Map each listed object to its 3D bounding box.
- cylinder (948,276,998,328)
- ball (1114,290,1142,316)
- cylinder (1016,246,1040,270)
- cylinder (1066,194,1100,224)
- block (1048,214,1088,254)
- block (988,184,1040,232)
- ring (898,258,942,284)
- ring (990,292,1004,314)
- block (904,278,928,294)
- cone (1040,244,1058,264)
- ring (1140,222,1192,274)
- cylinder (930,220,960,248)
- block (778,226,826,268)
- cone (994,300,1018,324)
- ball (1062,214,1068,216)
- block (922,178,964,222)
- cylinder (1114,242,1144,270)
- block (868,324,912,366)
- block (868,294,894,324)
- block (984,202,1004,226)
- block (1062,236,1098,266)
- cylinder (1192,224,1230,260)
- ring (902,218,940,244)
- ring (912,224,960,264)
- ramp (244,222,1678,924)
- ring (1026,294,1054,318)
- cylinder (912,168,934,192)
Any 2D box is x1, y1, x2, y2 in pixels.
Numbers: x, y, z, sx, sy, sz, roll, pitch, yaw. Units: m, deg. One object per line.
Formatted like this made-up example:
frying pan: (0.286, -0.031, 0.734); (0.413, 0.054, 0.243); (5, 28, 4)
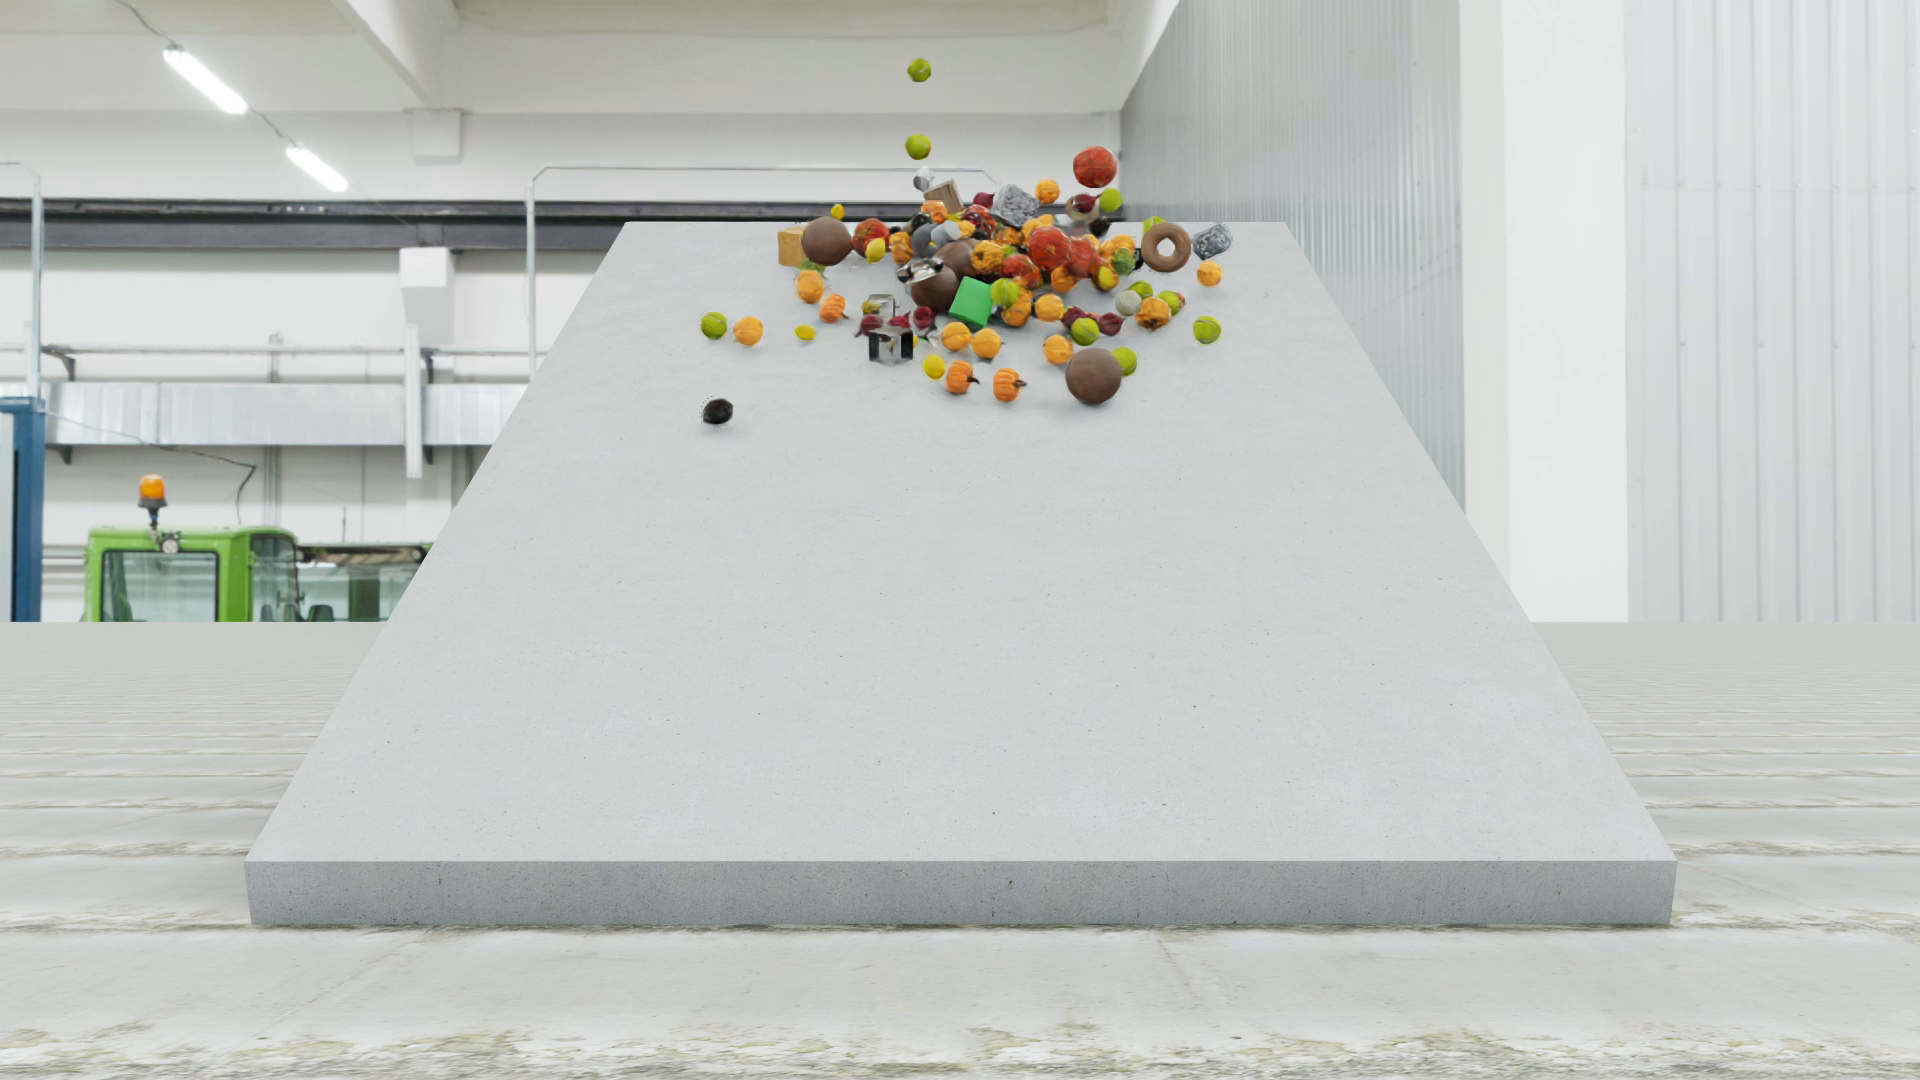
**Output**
cylinder: (0.035, -0.602, 5.764); (0.098, 0.098, 0.098); (22, -3, 1)
ball: (0.414, -0.586, 5.624); (0.067, 0.067, 0.067); (0, -2, 0)
cylinder: (0.191, -0.787, 6.352); (0.057, 0.057, 0.057); (7, -2, -4)
cylinder: (0.349, -0.940, 6.464); (0.072, 0.072, 0.072); (-1, 0, 28)
block: (0.308, -0.871, 6.507); (0.083, 0.083, 0.083); (7, 30, -16)
block: (0.153, -0.939, 6.452); (0.097, 0.097, 0.097); (30, -1, -15)
ring: (-0.101, -0.684, 5.781); (0.123, 0.041, 0.123); (-18, 1, 0)
ring: (0.074, -0.622, 5.922); (0.089, 0.089, 0.030); (1, -35, -16)
block: (-0.119, -0.699, 6.125); (0.059, 0.059, 0.059); (1, 21, 3)
cone: (0.241, -0.795, 6.427); (0.059, 0.059, 0.059); (1, -31, -22)
ring: (0.525, -0.745, 5.800); (0.131, 0.131, 0.044); (0, 6, -2)
cylinder: (-0.038, -0.816, 6.071); (0.057, 0.057, 0.057); (2, -20, -43)
block: (-0.444, -0.824, 6.405); (0.095, 0.095, 0.095); (13, 24, 30)
cone: (0.105, -0.580, 5.855); (0.064, 0.064, 0.064); (1, -9, -29)
ball: (0.312, -0.943, 6.779); (0.054, 0.054, 0.054); (0, -2, 0)
block: (-0.046, -0.974, 6.543); (0.090, 0.090, 0.090); (-20, 15, 8)
cylinder: (0.470, -0.786, 6.305); (0.065, 0.065, 0.065); (1, 19, -21)
block: (-0.168, -0.469, 5.493); (0.076, 0.076, 0.076); (16, 26, 36)
block: (-0.201, -0.592, 5.836); (0.064, 0.064, 0.064); (-2, 21, -5)
block: (0.112, -0.985, 6.881); (0.061, 0.061, 0.061); (-8, 22, -20)
block: (0.330, -0.796, 6.268); (0.061, 0.061, 0.061); (-45, 25, -19)
cylinder: (0.710, -0.842, 6.436); (0.078, 0.078, 0.078); (-20, -14, 39)
ring: (-0.102, -0.879, 6.528); (0.130, 0.043, 0.130); (3, -20, 1)
ring: (-0.066, -0.820, 6.298); (0.139, 0.046, 0.139); (5, -37, 4)
ramp: (-0.005, -0.213, 5.063); (2.000, 0.100, 4.000); (0, 21, 0)
ring: (0.203, -0.597, 5.805); (0.077, 0.077, 0.026); (-1, -44, 34)
cylinder: (-0.104, -1.034, 6.525); (0.051, 0.051, 0.051); (-1, 38, 18)
